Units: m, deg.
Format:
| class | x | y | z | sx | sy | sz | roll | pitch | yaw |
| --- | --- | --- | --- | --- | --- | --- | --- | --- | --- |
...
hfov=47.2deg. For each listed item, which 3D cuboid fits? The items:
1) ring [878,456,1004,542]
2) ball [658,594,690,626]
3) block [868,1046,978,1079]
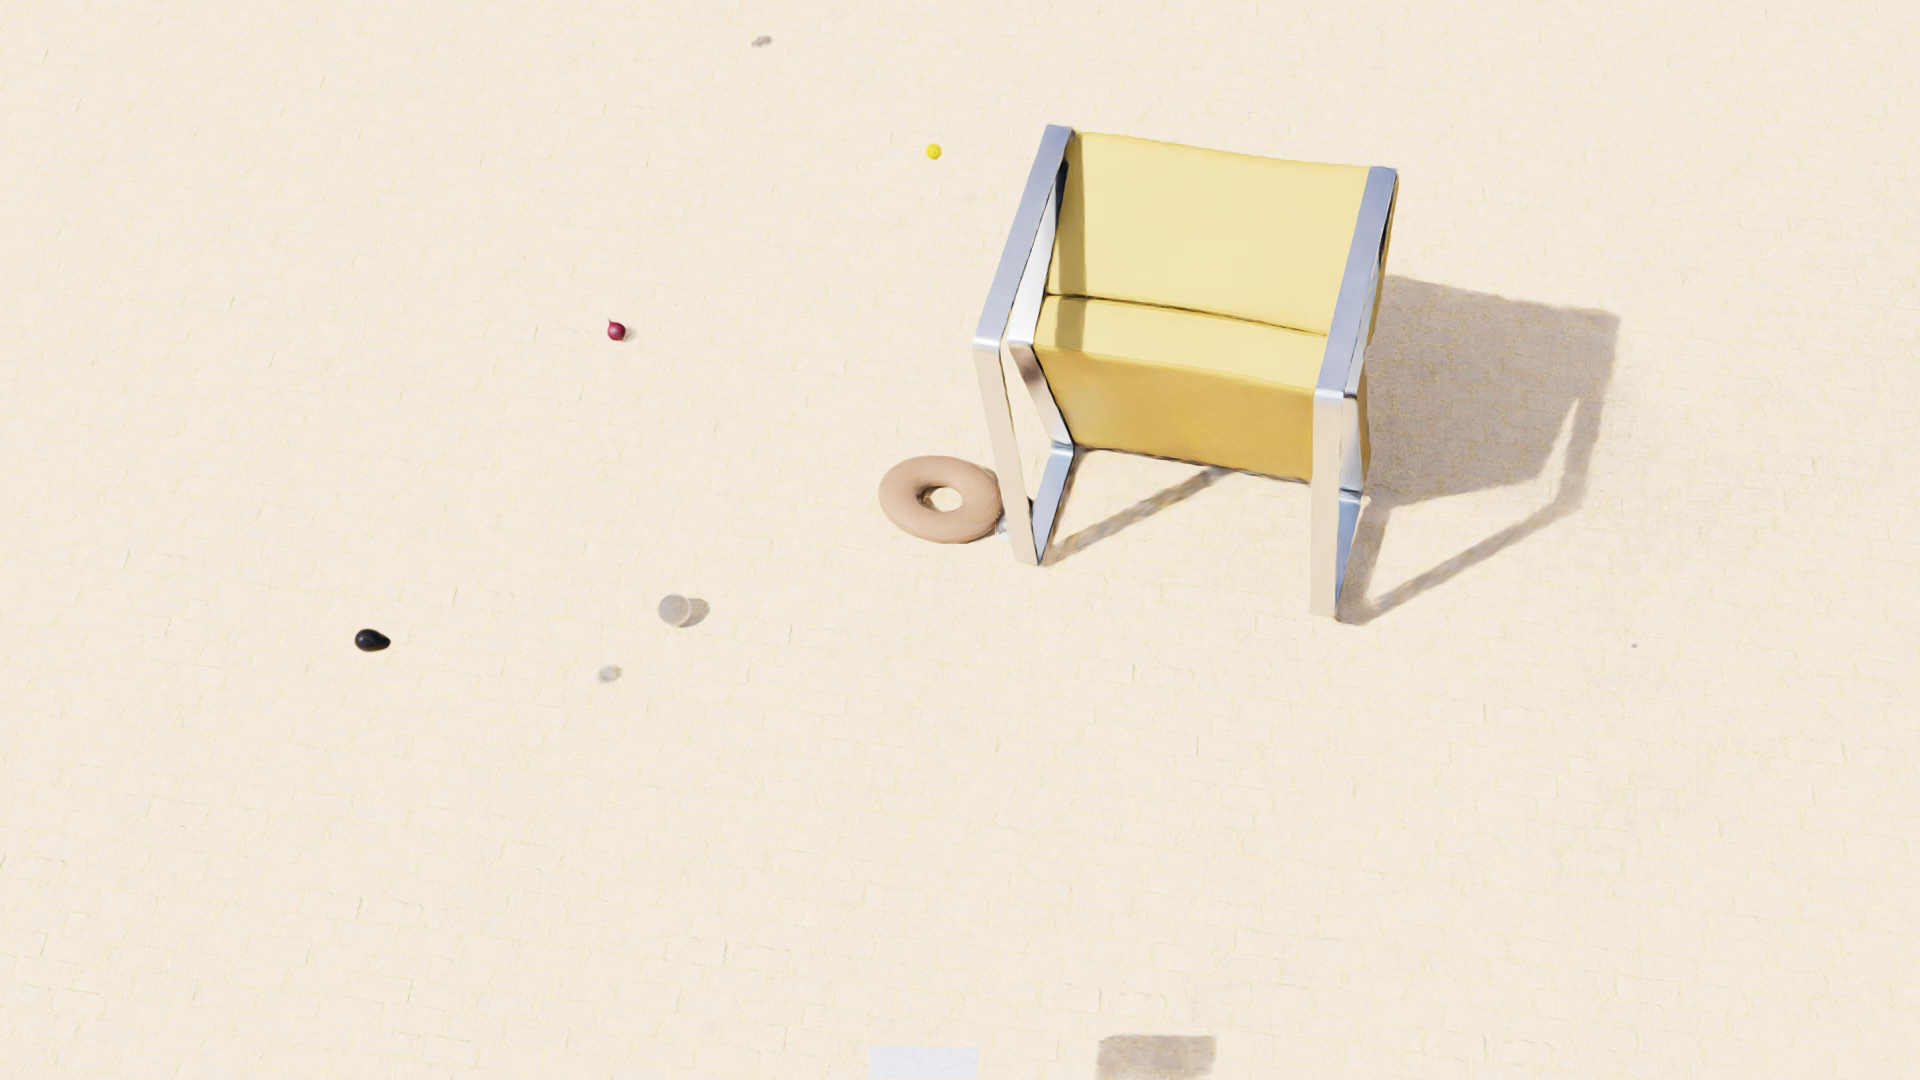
| class | x | y | z | sx | sy | sz | roll | pitch | yaw |
| --- | --- | --- | --- | --- | --- | --- | --- | --- | --- |
| ring | -0.057 | -0.125 | 6.614 | 0.386 | 0.074 | 0.305 | 13 | 58 | 8 |
| ball | -0.829 | 0.203 | 6.381 | 0.095 | 0.095 | 0.095 | 0 | 56 | 0 |
| block | -0.082 | 1.183 | 4.890 | 0.238 | 0.103 | 0.098 | 2 | 72 | -2 |
